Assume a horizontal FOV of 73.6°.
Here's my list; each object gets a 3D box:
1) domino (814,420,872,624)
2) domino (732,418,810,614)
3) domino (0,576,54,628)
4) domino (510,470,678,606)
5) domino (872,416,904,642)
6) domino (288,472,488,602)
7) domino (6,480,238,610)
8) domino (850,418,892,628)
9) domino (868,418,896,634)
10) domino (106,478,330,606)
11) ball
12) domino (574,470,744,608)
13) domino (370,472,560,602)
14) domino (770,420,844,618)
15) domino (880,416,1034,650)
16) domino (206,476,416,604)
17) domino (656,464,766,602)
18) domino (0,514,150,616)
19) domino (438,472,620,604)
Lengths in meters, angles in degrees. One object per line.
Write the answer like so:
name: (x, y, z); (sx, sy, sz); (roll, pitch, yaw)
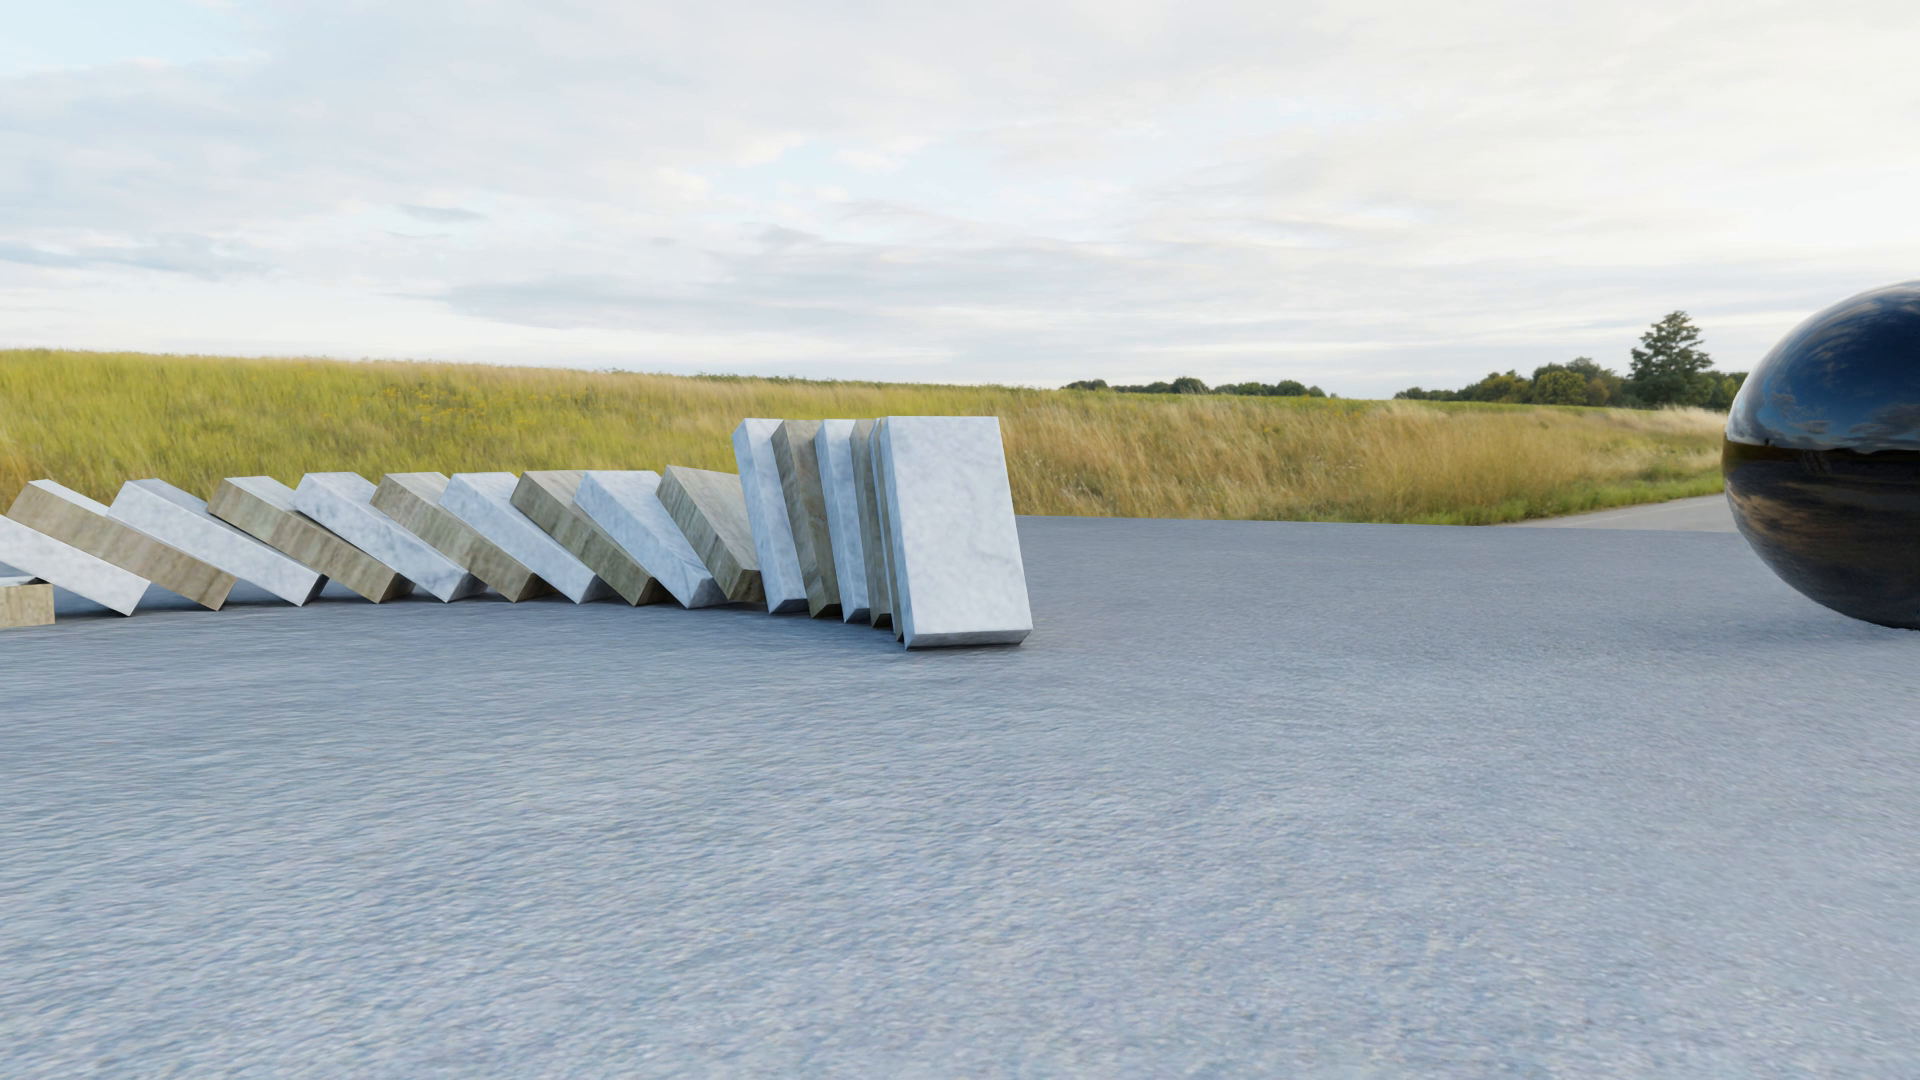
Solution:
domino: (-0.019, -0.005, 0.315); (0.025, 0.050, 0.010); (-2, -24, -23)
domino: (-0.041, -0.007, 0.329); (0.025, 0.050, 0.010); (-2, -24, -34)
domino: (-0.242, 0.016, 0.297); (0.050, 0.009, 0.025); (-4, 6, -40)
domino: (-0.097, -0.001, 0.353); (0.050, 0.010, 0.025); (36, 18, 18)
domino: (-0.004, -0.003, 0.285); (0.025, 0.050, 0.009); (-1, -24, -16)
domino: (-0.155, -0.001, 0.355); (0.050, 0.009, 0.025); (32, 5, 0)
domino: (-0.212, 0.001, 0.328); (0.050, 0.010, 0.025); (31, -10, -25)
domino: (-0.011, -0.005, 0.305); (0.025, 0.050, 0.009); (-1, -24, -17)
domino: (-0.005, -0.004, 0.296); (0.025, 0.050, 0.009); (-1, -24, -17)
domino: (-0.194, 0.000, 0.341); (0.050, 0.009, 0.025); (30, -5, -16)
ball: (0.219, -0.019, 0.291); (0.080, 0.080, 0.080); (0, 4, 0)
domino: (-0.079, -0.001, 0.347); (0.050, 0.010, 0.025); (39, 21, 25)
domino: (-0.135, -0.001, 0.358); (0.050, 0.010, 0.025); (33, 9, 7)
domino: (-0.030, -0.006, 0.323); (0.025, 0.050, 0.009); (-3, -23, -32)
domino: (-0.001, -0.002, 0.274); (0.025, 0.050, 0.009); (-1, -24, -16)
domino: (-0.175, -0.001, 0.351); (0.050, 0.009, 0.025); (30, 2, -6)
domino: (-0.060, -0.002, 0.344); (0.025, 0.009, 0.050); (7, 29, -42)
domino: (-0.226, 0.002, 0.310); (0.025, 0.010, 0.050); (6, -24, 48)
domino: (-0.116, -0.001, 0.356); (0.050, 0.009, 0.025); (34, 12, 11)
